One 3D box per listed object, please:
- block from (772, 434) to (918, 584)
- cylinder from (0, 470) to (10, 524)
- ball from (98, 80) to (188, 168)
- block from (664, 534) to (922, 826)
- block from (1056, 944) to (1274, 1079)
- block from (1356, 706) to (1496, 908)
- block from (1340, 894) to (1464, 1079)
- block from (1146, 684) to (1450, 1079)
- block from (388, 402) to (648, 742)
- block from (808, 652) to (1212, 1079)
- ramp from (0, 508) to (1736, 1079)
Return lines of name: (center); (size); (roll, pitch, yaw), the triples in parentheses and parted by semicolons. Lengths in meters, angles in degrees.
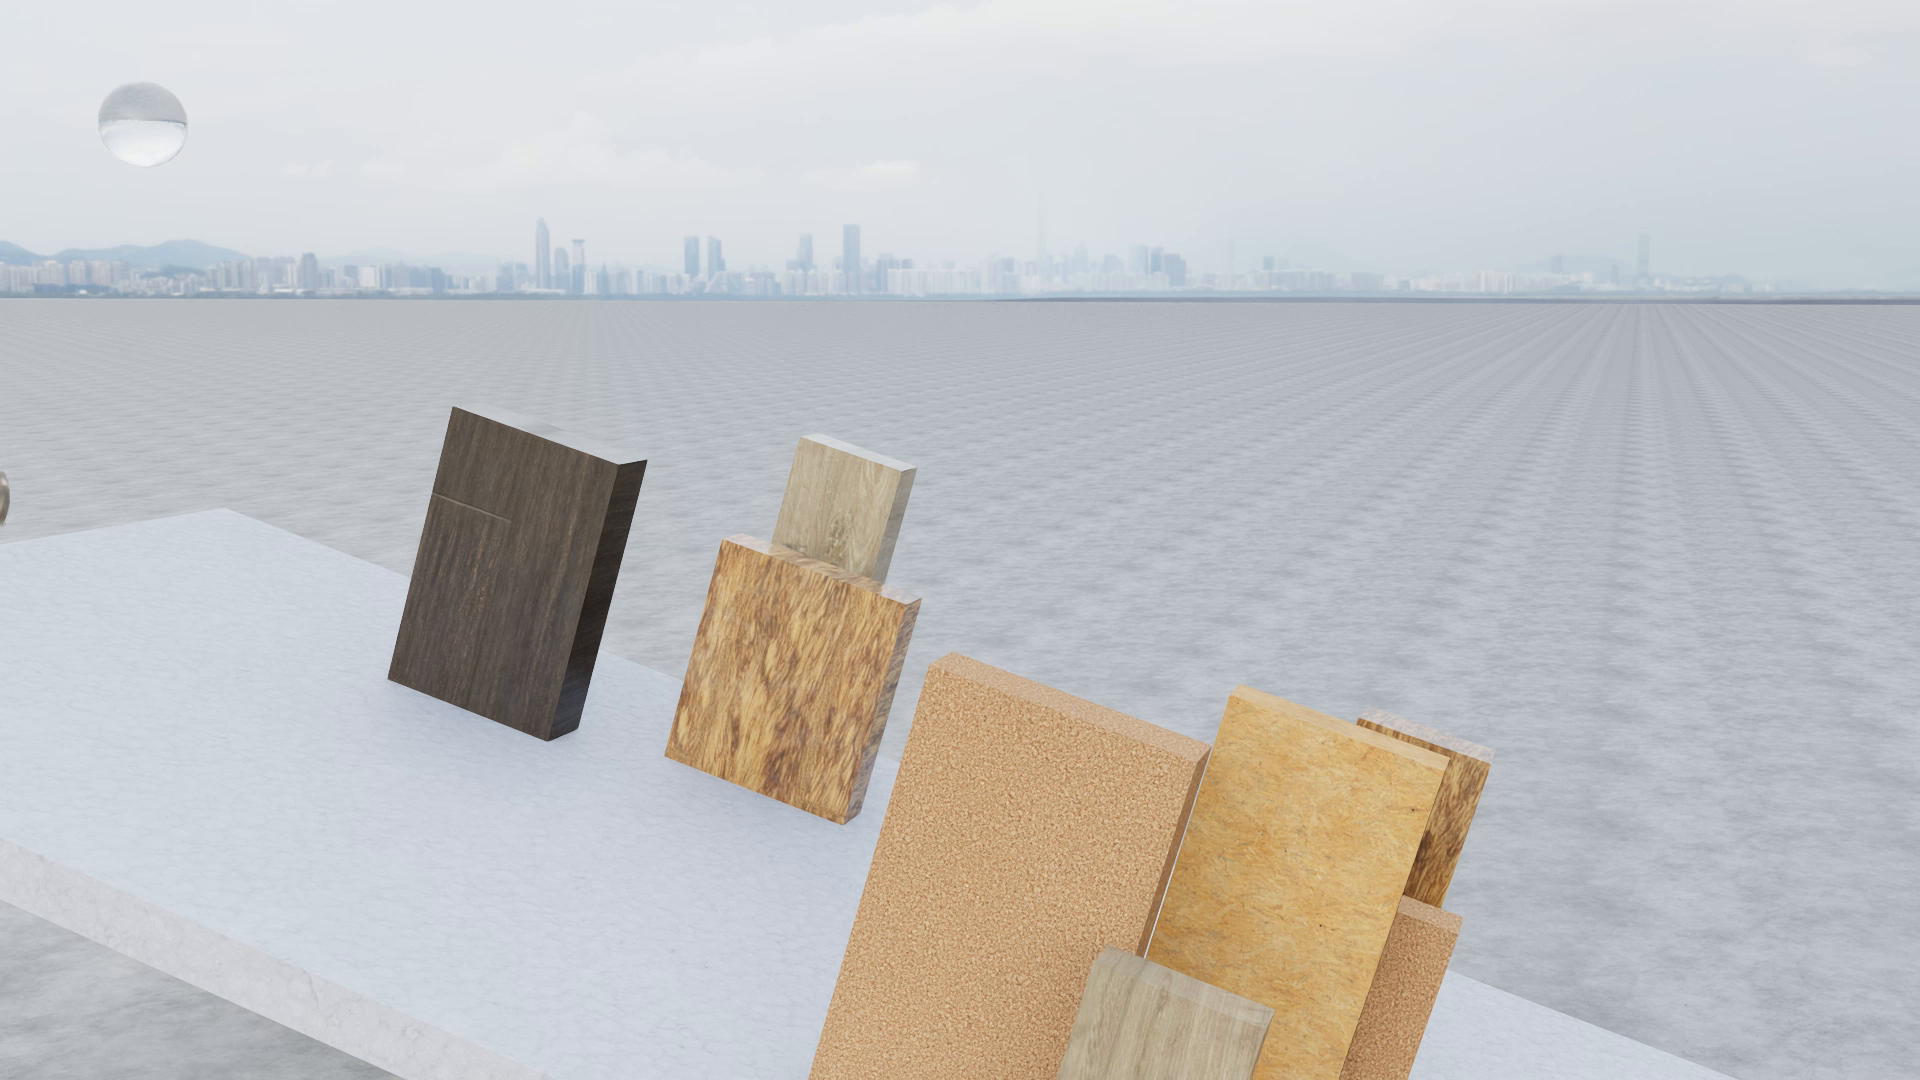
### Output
block: (-0.324, 0.132, 5.037); (0.251, 0.705, 0.115); (19, 12, 14)
cylinder: (-2.164, -0.095, 4.792); (0.130, 0.130, 0.130); (6, 3, 42)
ball: (-1.721, -0.877, 4.634); (0.181, 0.181, 0.181); (0, 7, 0)
block: (-0.361, 0.296, 4.723); (0.430, 0.502, 0.110); (19, 12, 14)
block: (0.251, 0.837, 3.111); (0.251, 0.456, 0.087); (19, 12, 14)
block: (0.765, 0.669, 4.094); (0.248, 0.666, 0.120); (19, 12, 14)
block: (0.657, 0.814, 3.848); (0.312, 0.431, 0.104); (19, 12, 14)
block: (0.517, 0.651, 3.652); (0.360, 0.739, 0.102); (19, 12, 14)
block: (-0.950, 0.065, 4.707); (0.399, 0.619, 0.140); (19, 12, 14)
block: (0.068, 0.587, 3.375); (0.427, 0.721, 0.119); (19, 12, 14)
ramp: (-0.370, 0.715, 4.235); (4.000, 0.100, 2.000); (19, 12, 14)
